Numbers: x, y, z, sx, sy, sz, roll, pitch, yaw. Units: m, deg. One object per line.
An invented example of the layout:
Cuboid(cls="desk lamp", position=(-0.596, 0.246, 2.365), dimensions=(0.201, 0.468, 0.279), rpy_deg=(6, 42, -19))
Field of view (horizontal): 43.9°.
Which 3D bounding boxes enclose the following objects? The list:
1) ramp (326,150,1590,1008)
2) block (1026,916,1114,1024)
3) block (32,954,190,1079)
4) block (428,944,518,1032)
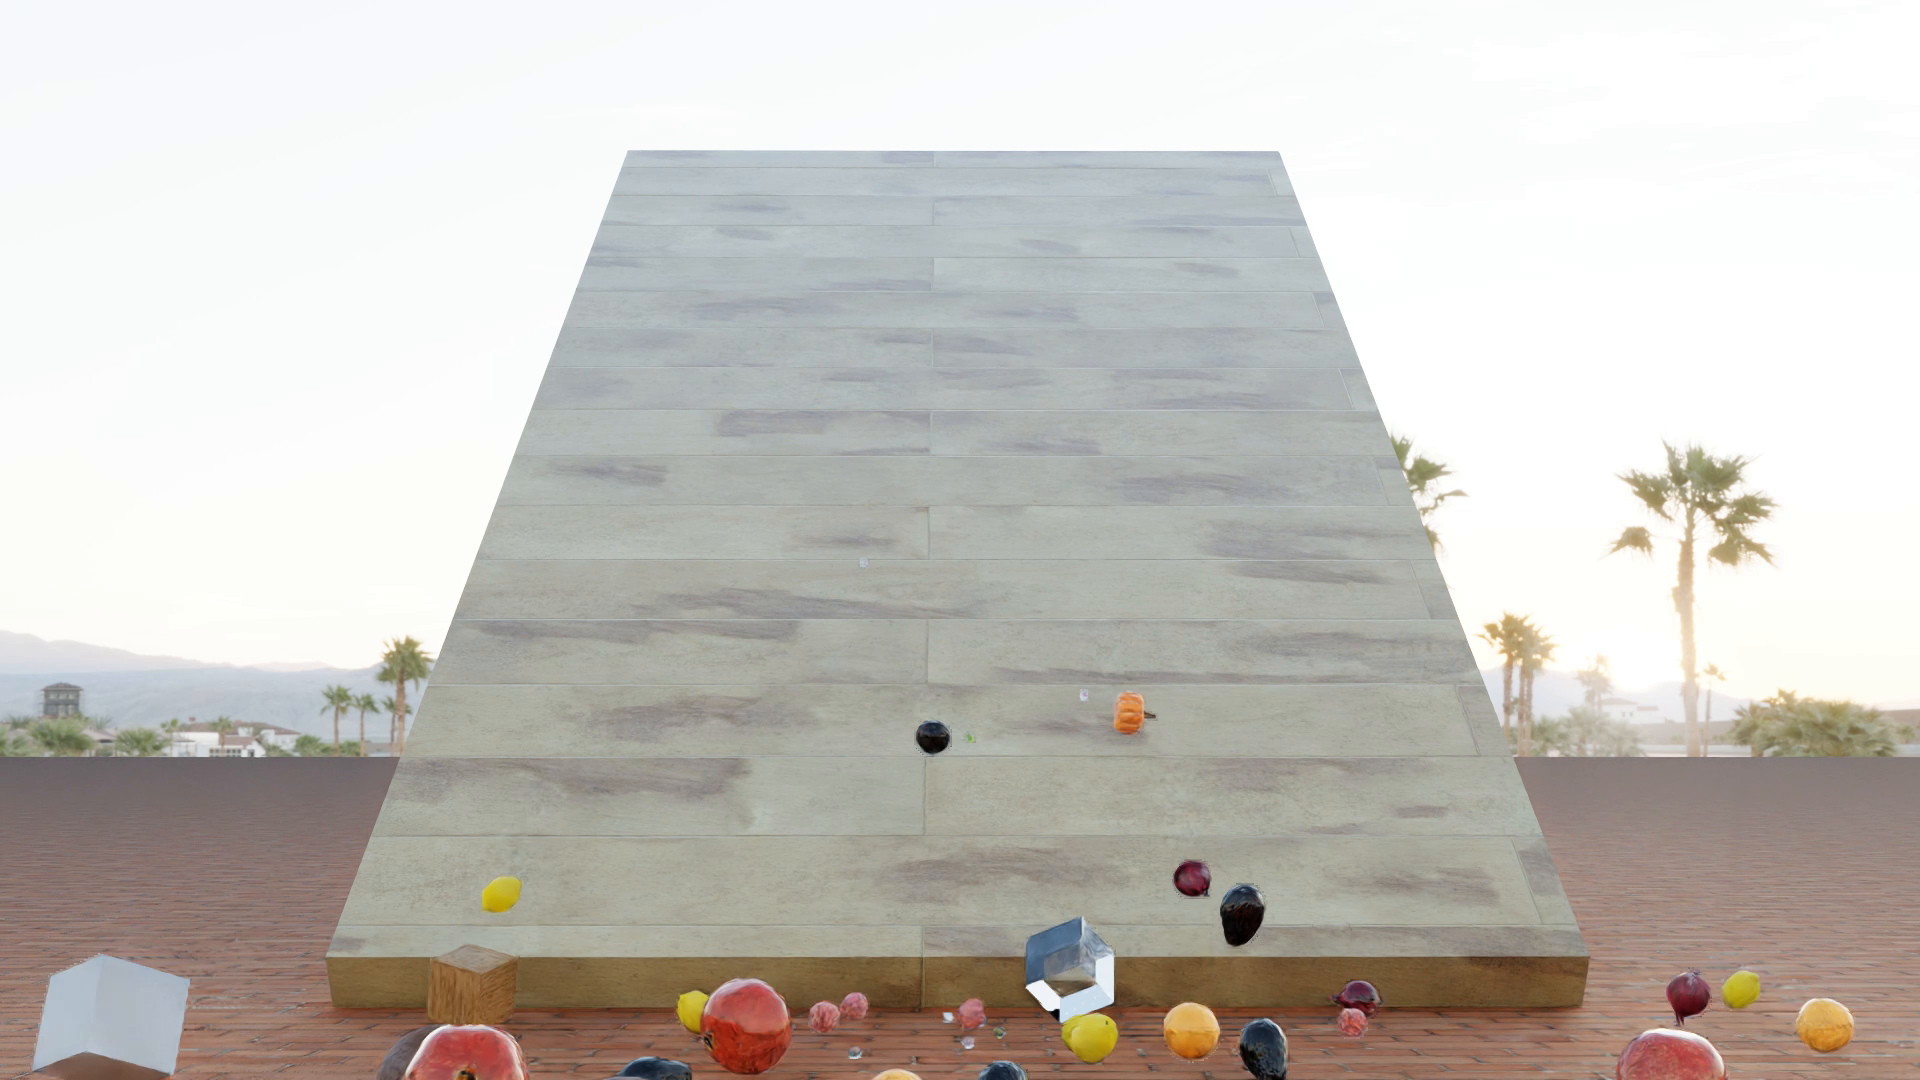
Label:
Cuboid(cls="ramp", position=(-0.011, -0.224, 5.560), dimensions=(2.000, 0.100, 4.000), rpy_deg=(0, 28, 0))
Cuboid(cls="block", position=(0.163, 0.635, 3.515), dimensions=(0.095, 0.095, 0.095), rpy_deg=(-26, -58, 22))
Cuboid(cls="block", position=(-0.777, 0.444, 2.181), dimensions=(0.090, 0.090, 0.090), rpy_deg=(-24, -38, 35))
Cuboid(cls="block", position=(-0.721, 0.662, 3.524), dimensions=(0.090, 0.090, 0.090), rpy_deg=(11, 11, 23))
